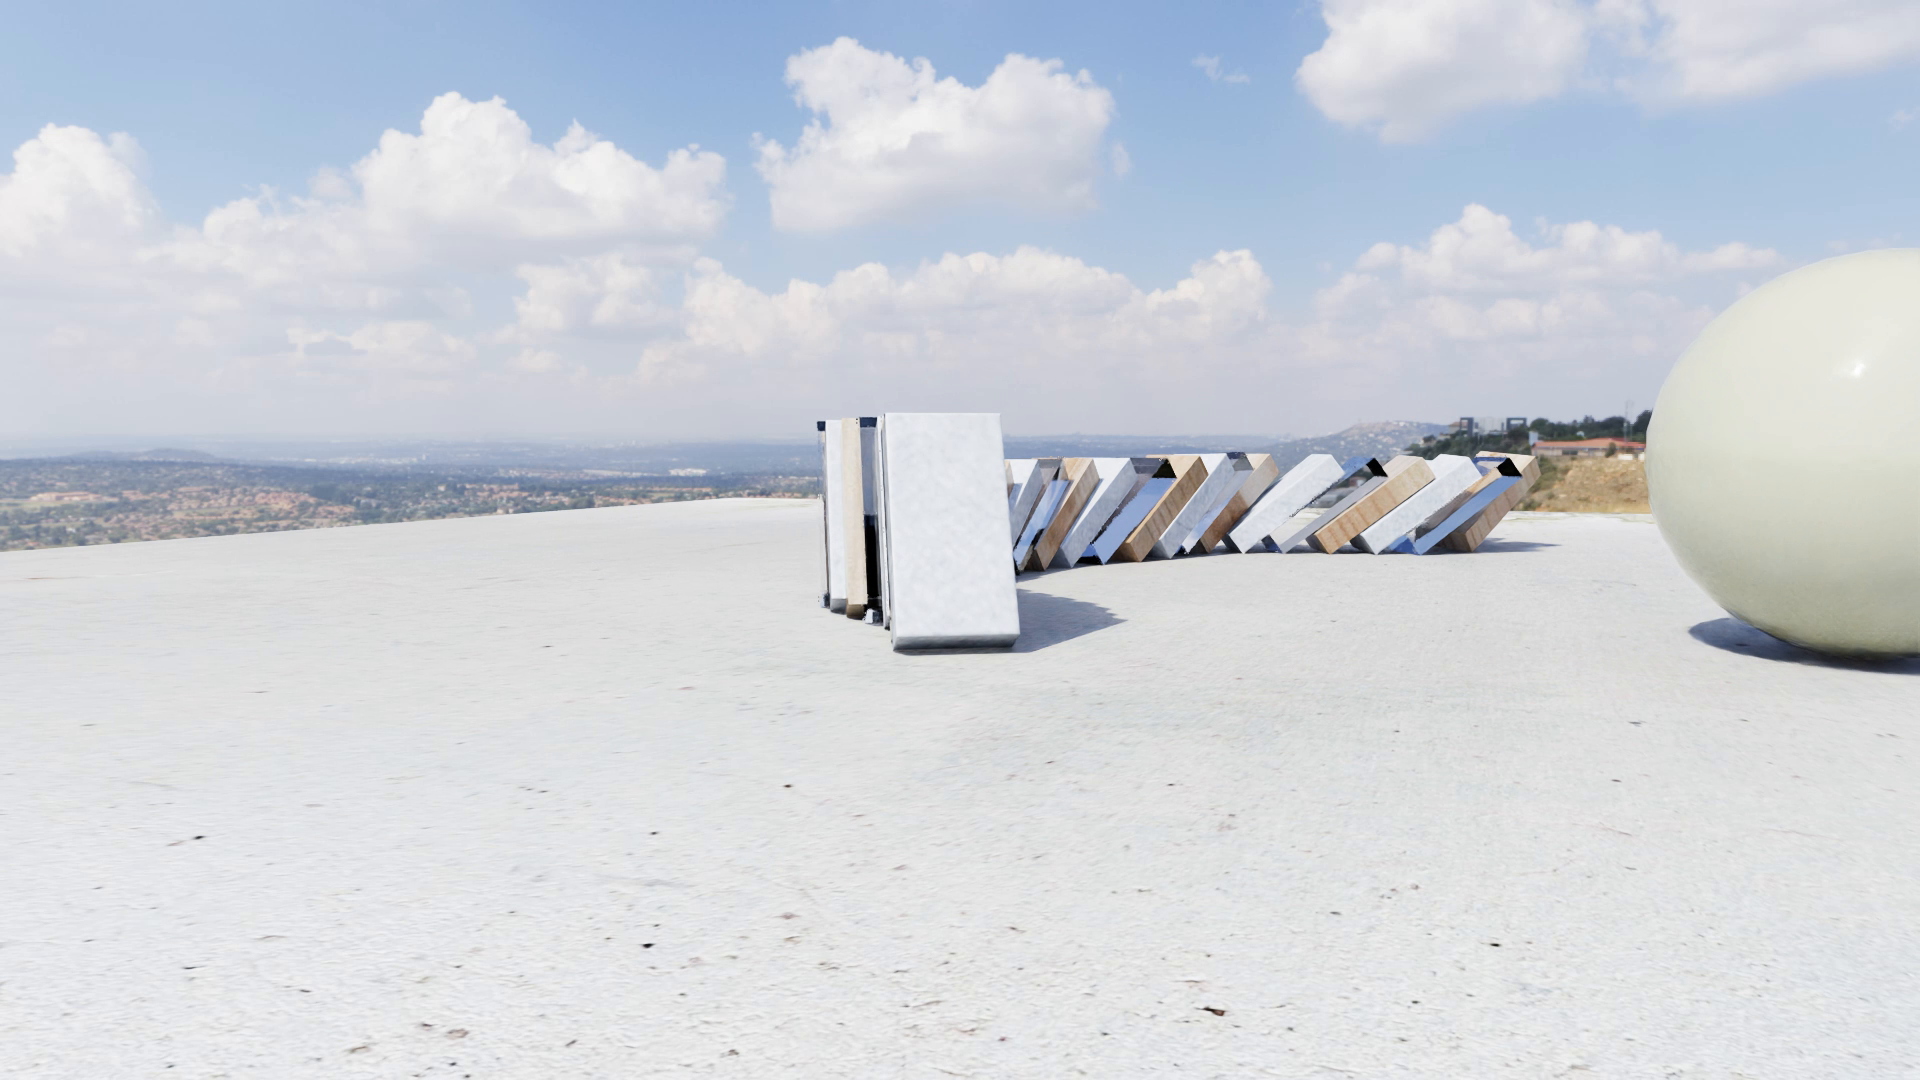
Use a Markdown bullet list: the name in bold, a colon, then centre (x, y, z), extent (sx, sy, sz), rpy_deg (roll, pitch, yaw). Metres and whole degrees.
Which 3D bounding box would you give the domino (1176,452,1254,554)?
- **domino**: centre (0.091, -0.015, 0.504), extent (0.050, 0.009, 0.025), rpy_deg (-47, 27, -27)

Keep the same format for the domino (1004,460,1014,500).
- **domino**: centre (-0.001, -0.006, 0.404), extent (0.025, 0.009, 0.050), rpy_deg (1, 41, 18)

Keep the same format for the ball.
- **ball**: centre (0.180, -0.016, 0.252), extent (0.080, 0.080, 0.080), rpy_deg (0, 4, 0)

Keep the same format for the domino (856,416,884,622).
- **domino**: centre (-0.011, -0.005, 0.312), extent (0.025, 0.050, 0.009), rpy_deg (-1, -22, -9)

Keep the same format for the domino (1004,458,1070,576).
- **domino**: centre (0.016, -0.009, 0.434), extent (0.025, 0.010, 0.050), rpy_deg (2, 41, 28)

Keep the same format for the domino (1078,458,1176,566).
- **domino**: centre (0.055, -0.011, 0.469), extent (0.025, 0.009, 0.050), rpy_deg (5, 43, 48)

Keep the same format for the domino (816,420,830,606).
- **domino**: centre (-0.025, -0.008, 0.343), extent (0.025, 0.050, 0.010), rpy_deg (-1, -23, -9)

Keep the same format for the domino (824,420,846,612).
- **domino**: centre (-0.022, -0.007, 0.333), extent (0.025, 0.050, 0.009), rpy_deg (-1, -23, -9)

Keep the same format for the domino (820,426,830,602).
- **domino**: centre (-0.025, -0.008, 0.356), extent (0.025, 0.050, 0.010), rpy_deg (-1, -28, -9)

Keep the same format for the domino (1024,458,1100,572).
- **domino**: centre (0.027, -0.010, 0.447), extent (0.025, 0.009, 0.050), rpy_deg (2, 41, 33)

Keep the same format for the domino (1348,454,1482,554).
- **domino**: centre (0.176, -0.014, 0.503), extent (0.050, 0.009, 0.025), rpy_deg (-37, 7, 2)

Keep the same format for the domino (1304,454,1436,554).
- **domino**: centre (0.159, -0.014, 0.504), extent (0.050, 0.010, 0.025), rpy_deg (-36, 6, 2)

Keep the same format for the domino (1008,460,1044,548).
- **domino**: centre (0.008, -0.007, 0.419), extent (0.025, 0.010, 0.050), rpy_deg (2, 41, 24)

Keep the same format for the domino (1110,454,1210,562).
- **domino**: centre (0.069, -0.012, 0.479), extent (0.025, 0.009, 0.050), rpy_deg (5, 44, 48)

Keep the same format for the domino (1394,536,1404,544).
- **domino**: centre (0.202, -0.005, 0.572), extent (0.025, 0.010, 0.050), rpy_deg (1, 4, 9)

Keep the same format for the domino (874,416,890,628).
- **domino**: centre (-0.006, -0.005, 0.302), extent (0.025, 0.050, 0.009), rpy_deg (-1, -22, -9)

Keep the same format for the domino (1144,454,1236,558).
- **domino**: centre (0.081, -0.014, 0.489), extent (0.025, 0.010, 0.050), rpy_deg (3, 43, 48)

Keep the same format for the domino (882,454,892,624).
- **domino**: centre (-0.004, -0.004, 0.292), extent (0.025, 0.050, 0.009), rpy_deg (-1, -22, -9)

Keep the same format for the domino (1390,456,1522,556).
- **domino**: centre (0.191, -0.014, 0.502), extent (0.050, 0.010, 0.025), rpy_deg (-37, 7, -2)

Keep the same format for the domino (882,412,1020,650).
- **domino**: centre (-0.003, -0.002, 0.271), extent (0.025, 0.050, 0.010), rpy_deg (-1, -22, -9)

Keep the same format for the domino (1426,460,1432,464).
- **domino**: centre (0.206, -0.016, 0.547), extent (0.025, 0.009, 0.050), rpy_deg (5, 38, 24)

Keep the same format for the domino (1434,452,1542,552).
- **domino**: centre (0.209, -0.016, 0.519), extent (0.050, 0.009, 0.025), rpy_deg (-42, 28, -20)

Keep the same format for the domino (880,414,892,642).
- **domino**: centre (-0.003, -0.003, 0.281), extent (0.025, 0.050, 0.009), rpy_deg (-1, -22, -9)

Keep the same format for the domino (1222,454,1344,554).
- **domino**: centre (0.126, -0.015, 0.508), extent (0.050, 0.009, 0.025), rpy_deg (-38, 4, 1)

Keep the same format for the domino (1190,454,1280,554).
- **domino**: centre (0.103, -0.015, 0.513), extent (0.050, 0.010, 0.025), rpy_deg (-45, 26, -23)

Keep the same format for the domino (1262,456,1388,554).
- **domino**: centre (0.142, -0.014, 0.507), extent (0.050, 0.010, 0.025), rpy_deg (-36, 4, 1)

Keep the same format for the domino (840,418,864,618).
- **domino**: centre (-0.017, -0.006, 0.322), extent (0.025, 0.050, 0.010), rpy_deg (-1, -22, -9)

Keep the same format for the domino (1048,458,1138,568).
- **domino**: centre (0.040, -0.011, 0.459), extent (0.025, 0.009, 0.050), rpy_deg (4, 42, 41)
